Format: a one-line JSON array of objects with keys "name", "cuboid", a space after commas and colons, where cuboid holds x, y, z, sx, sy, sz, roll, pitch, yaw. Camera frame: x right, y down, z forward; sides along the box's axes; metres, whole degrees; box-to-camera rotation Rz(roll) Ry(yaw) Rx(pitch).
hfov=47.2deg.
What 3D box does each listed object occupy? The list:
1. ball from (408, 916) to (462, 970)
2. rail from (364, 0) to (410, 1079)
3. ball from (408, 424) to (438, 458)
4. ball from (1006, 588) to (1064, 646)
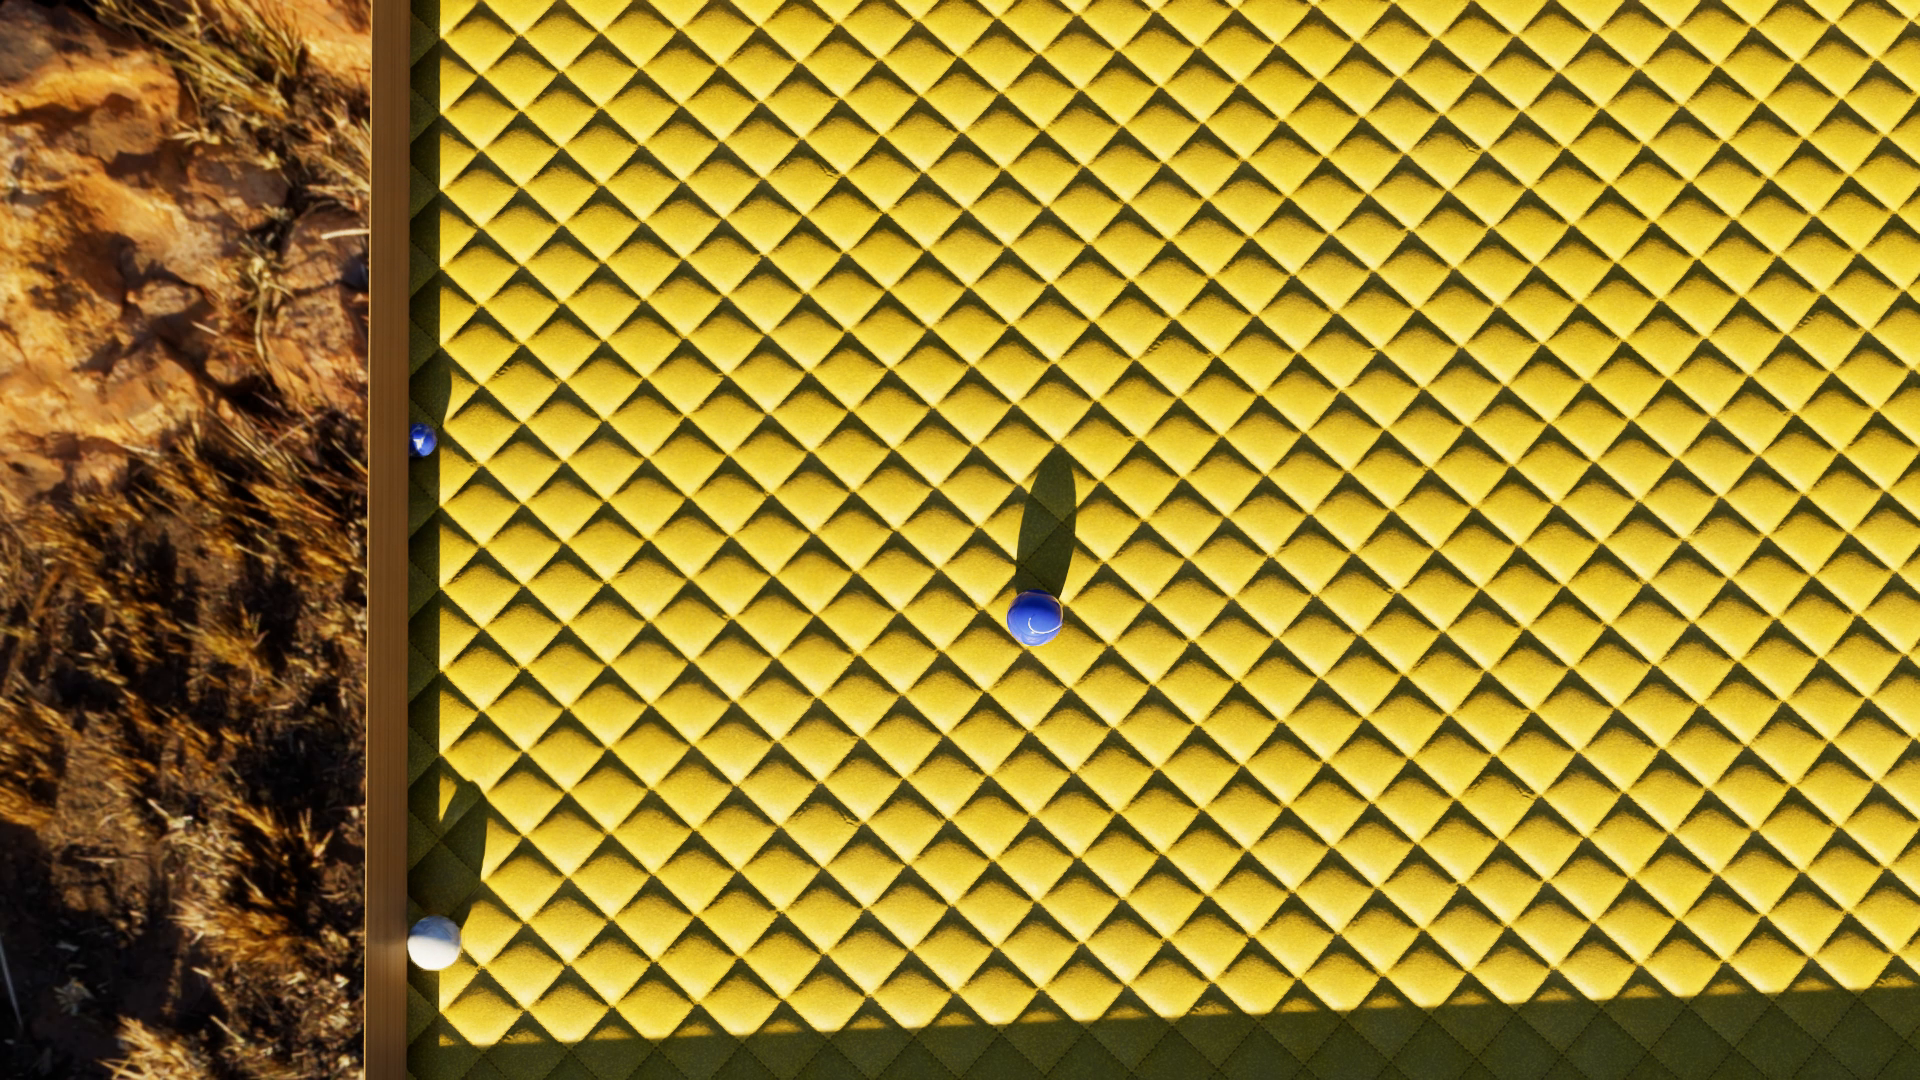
[{"name": "ball", "cuboid": [-0.759, 0.582, 3.177, 0.078, 0.078, 0.078, 0, 80, 0]}, {"name": "rail", "cuboid": [-0.840, 0.029, 3.256, 0.045, 0.110, 2.073, -2, 80, 0]}, {"name": "ball", "cuboid": [-0.815, -0.150, 3.319, 0.050, 0.050, 0.050, 0, 80, 0]}, {"name": "ball", "cuboid": [0.111, 0.115, 3.255, 0.085, 0.085, 0.085, 0, 80, 0]}]
